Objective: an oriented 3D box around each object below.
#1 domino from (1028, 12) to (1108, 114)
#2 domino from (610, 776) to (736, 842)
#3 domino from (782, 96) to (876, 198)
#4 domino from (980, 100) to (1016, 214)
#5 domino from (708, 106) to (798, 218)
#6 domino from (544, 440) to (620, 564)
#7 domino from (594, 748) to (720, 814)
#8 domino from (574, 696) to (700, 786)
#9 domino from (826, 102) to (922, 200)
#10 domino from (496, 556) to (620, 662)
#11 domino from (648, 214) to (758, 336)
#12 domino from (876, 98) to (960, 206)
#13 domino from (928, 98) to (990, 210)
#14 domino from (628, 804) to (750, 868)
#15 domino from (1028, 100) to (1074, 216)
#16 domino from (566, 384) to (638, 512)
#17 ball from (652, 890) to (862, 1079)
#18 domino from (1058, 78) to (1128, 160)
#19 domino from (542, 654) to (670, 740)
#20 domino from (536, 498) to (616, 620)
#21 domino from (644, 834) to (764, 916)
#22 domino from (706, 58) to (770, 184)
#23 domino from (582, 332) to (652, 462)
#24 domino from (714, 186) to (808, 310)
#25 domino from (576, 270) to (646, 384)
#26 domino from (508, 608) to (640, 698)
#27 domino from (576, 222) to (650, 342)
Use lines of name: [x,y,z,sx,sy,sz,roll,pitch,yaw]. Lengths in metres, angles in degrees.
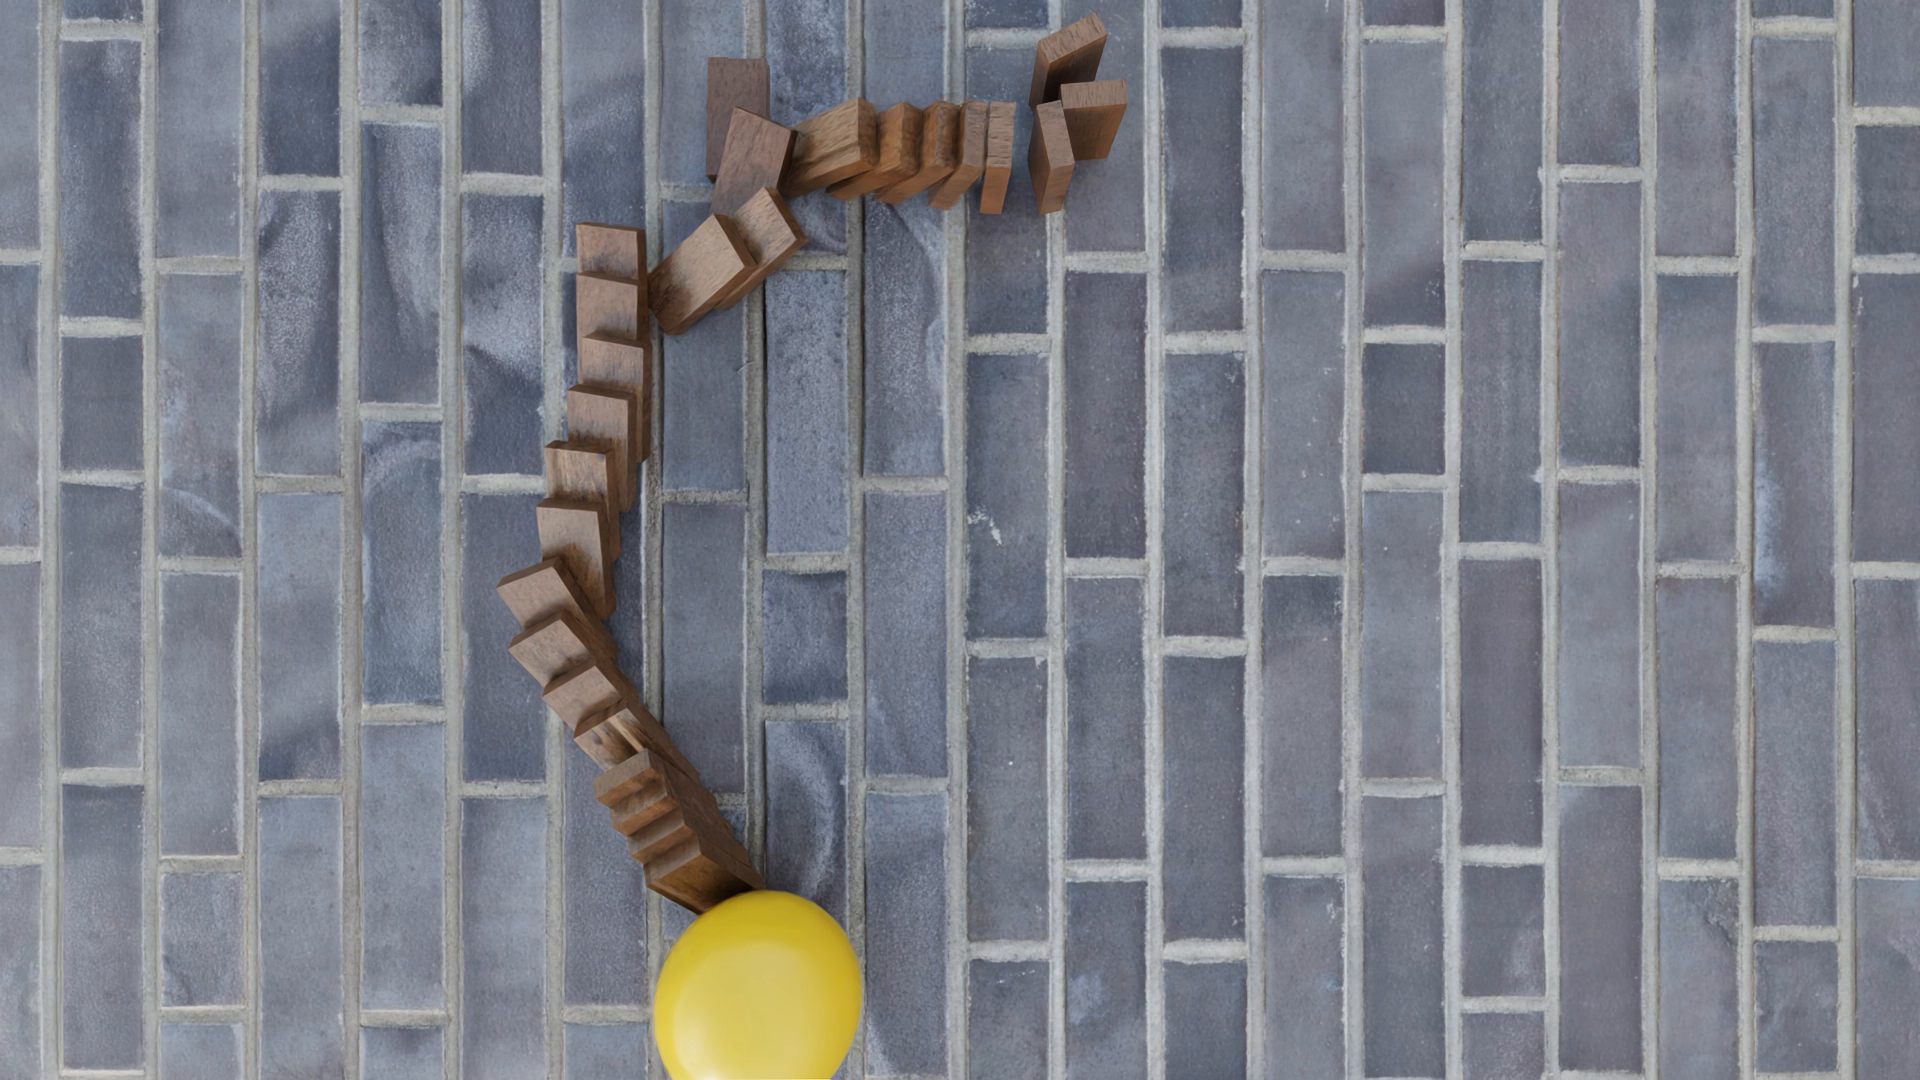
domino: [0.043,-0.192,0.375,0.025,0.050,0.009,-27,90,0]
domino: [-0.118,0.118,0.379,0.025,0.050,0.010,-31,46,0]
domino: [-0.056,-0.162,0.381,0.050,0.010,0.025,-1,90,39]
domino: [0.015,-0.155,0.375,0.010,0.050,0.025,4,90,-2]
domino: [-0.088,-0.151,0.385,0.025,0.010,0.050,23,116,0]
domino: [-0.158,-0.016,0.385,0.025,0.010,0.050,7,115,0]
domino: [-0.125,0.107,0.379,0.025,0.050,0.009,-31,46,0]
domino: [-0.135,0.091,0.384,0.025,0.009,0.050,-31,117,0]
domino: [-0.036,-0.160,0.379,0.010,0.050,0.025,4,90,-44]
domino: [-0.168,0.034,0.384,0.025,0.009,0.050,-21,117,2]
domino: [-0.111,-0.111,0.385,0.050,0.010,0.025,-31,90,26]
domino: [-0.018,-0.158,0.376,0.010,0.050,0.025,4,90,-32]
domino: [-0.001,-0.156,0.375,0.009,0.050,0.025,4,90,-18]
domino: [-0.111,0.129,0.379,0.025,0.050,0.009,-30,46,0]
domino: [0.037,-0.155,0.375,0.009,0.050,0.025,-13,90,0]
domino: [-0.150,-0.038,0.385,0.025,0.009,0.050,10,115,0]
ball: [-0.079,0.180,0.360,0.080,0.080,0.080,0,90,0]
domino: [0.051,-0.170,0.375,0.025,0.050,0.010,-5,90,0]
domino: [-0.147,0.074,0.385,0.025,0.010,0.050,-31,117,0]
domino: [-0.161,0.008,0.385,0.025,0.010,0.050,5,114,0]
domino: [-0.105,0.141,0.379,0.025,0.050,0.010,-30,46,0]
domino: [-0.095,-0.180,0.395,0.025,0.009,0.050,1,90,0]
domino: [-0.144,-0.059,0.385,0.025,0.010,0.050,10,115,0]
domino: [-0.090,-0.121,0.384,0.050,0.009,0.025,-31,92,26]
domino: [-0.146,-0.085,0.384,0.025,0.009,0.050,10,116,-1]
domino: [-0.161,0.055,0.384,0.025,0.010,0.050,-30,117,2]
domino: [-0.145,-0.106,0.385,0.025,0.010,0.050,7,116,1]
